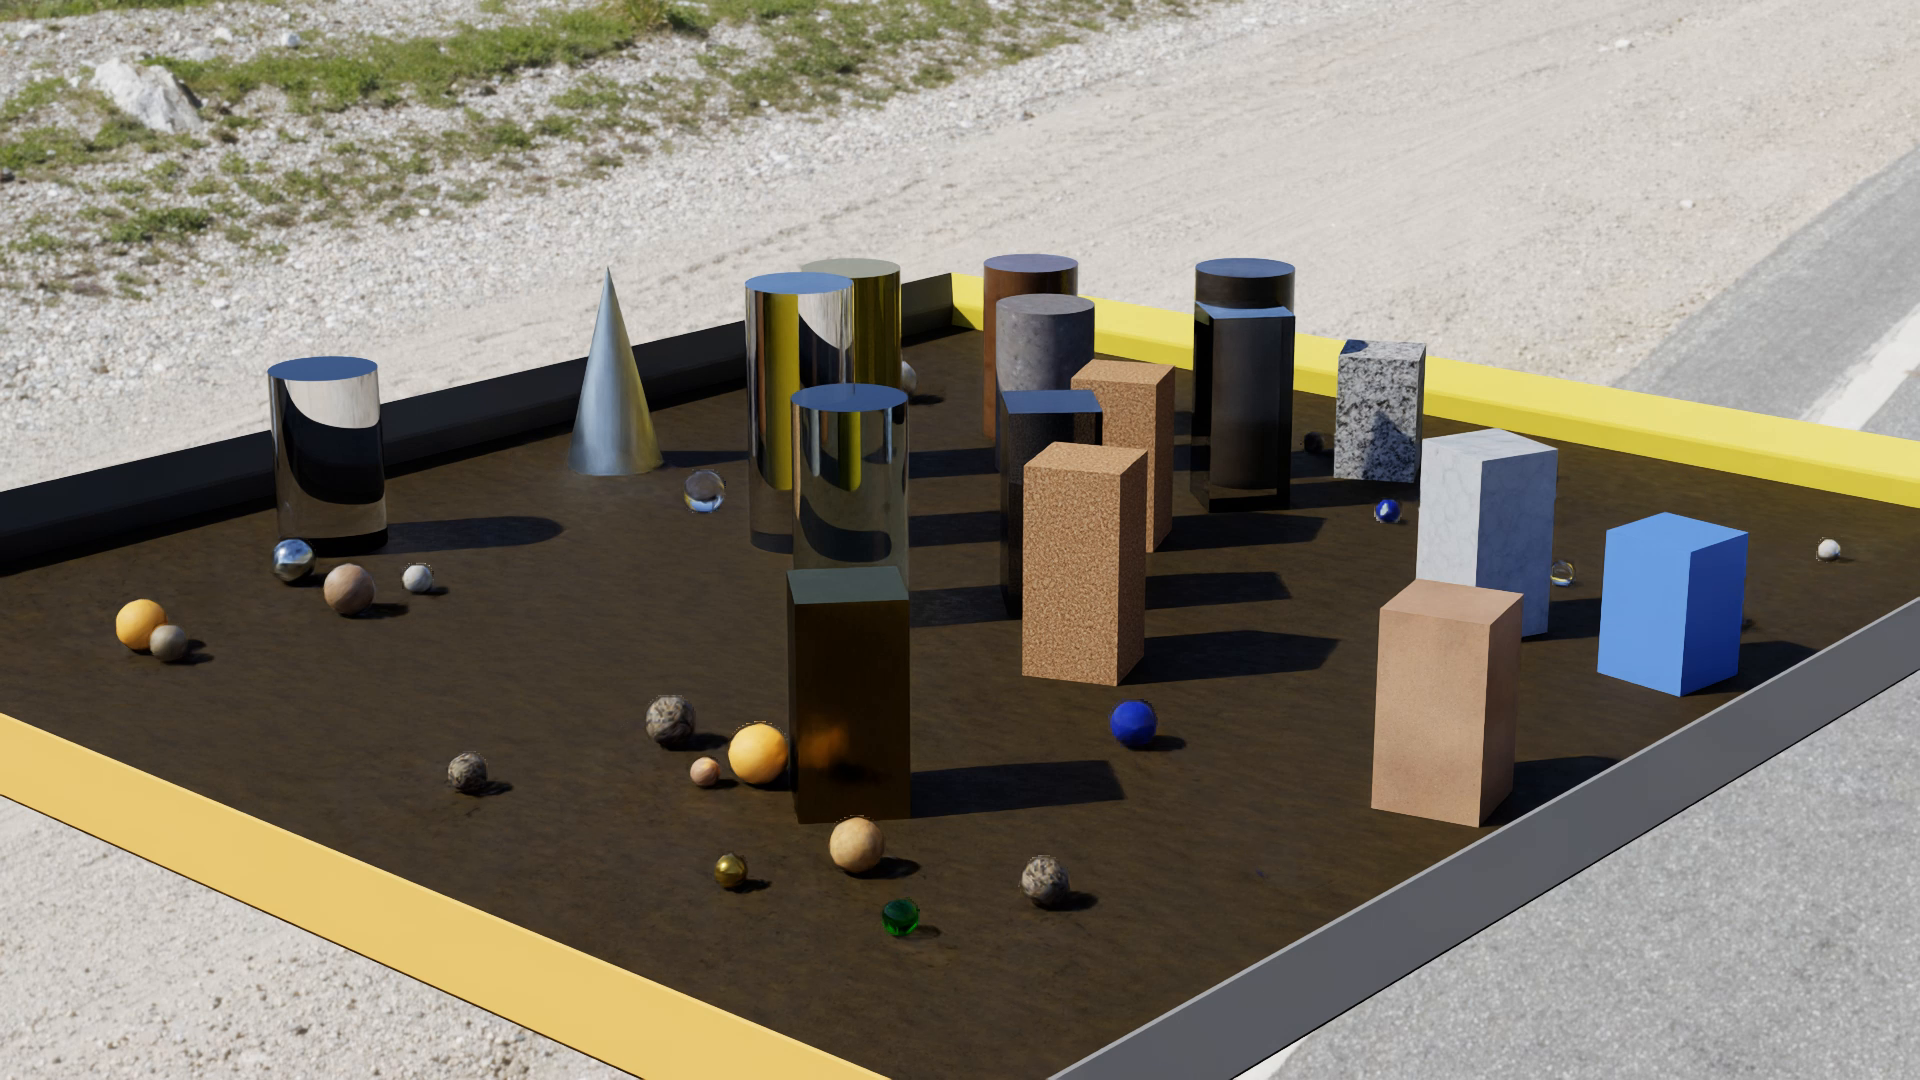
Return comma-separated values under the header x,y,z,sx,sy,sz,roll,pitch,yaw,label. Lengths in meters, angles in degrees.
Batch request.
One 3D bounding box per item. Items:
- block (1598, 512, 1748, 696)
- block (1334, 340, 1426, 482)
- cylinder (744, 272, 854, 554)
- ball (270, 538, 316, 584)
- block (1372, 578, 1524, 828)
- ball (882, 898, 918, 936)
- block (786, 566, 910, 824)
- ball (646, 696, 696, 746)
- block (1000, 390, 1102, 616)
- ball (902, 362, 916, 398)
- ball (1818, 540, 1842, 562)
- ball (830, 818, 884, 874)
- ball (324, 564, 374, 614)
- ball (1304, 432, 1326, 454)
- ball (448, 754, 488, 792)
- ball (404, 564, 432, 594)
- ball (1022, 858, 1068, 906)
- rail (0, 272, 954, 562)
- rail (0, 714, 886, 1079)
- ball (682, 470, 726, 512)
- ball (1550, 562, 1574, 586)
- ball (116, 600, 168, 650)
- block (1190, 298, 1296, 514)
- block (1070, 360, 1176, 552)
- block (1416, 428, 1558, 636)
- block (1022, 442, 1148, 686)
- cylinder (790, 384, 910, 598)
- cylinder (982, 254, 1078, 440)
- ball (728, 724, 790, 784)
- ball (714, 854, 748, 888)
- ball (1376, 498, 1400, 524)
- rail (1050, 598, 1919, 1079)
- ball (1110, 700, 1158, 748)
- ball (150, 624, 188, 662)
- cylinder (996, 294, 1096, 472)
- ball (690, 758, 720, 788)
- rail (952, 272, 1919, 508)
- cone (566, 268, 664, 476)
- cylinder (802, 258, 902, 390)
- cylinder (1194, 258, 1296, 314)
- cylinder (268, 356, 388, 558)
x,y,z,sx,sy,sz,roll,pitch,yaw,label
1.143,0.101,4.704,0.159,0.239,0.159,-15,22,-40,block
0.844,-0.261,5.887,0.159,0.249,0.159,4,17,13,block
-0.292,-0.234,5.390,0.198,0.485,0.198,0,17,0,cylinder
-1.181,0.037,5.193,0.079,0.079,0.079,0,17,0,ball
0.694,0.229,4.173,0.159,0.299,0.159,8,19,26,block
-0.077,0.484,3.763,0.048,0.048,0.048,0,17,0,ball
-0.159,0.219,4.163,0.159,0.326,0.159,-2,17,-7,block
-0.437,0.273,4.416,0.075,0.075,0.075,0,17,0,ball
0.156,-0.066,5.053,0.159,0.357,0.159,-1,17,-4,block
-0.143,-0.350,6.450,0.094,0.094,0.094,0,17,0,ball
1.577,0.020,5.317,0.041,0.041,0.041,0,17,0,ball
-0.139,0.412,3.956,0.075,0.075,0.075,0,17,0,ball
-1.047,0.084,5.023,0.087,0.087,0.087,0,17,0,ball
0.730,-0.201,6.042,0.046,0.046,0.046,0,17,0,ball
-0.712,0.337,4.240,0.056,0.056,0.056,0,17,0,ball
-0.951,0.068,5.140,0.051,0.051,0.051,0,17,0,ball
0.112,0.449,3.853,0.063,0.063,0.063,0,17,0,ball
-1.068,-0.235,6.008,0.045,0.129,3.250,14,22,39,rail
-1.050,0.381,3.962,2.877,0.129,0.045,14,22,39,rail
-0.491,-0.093,5.621,0.081,0.081,0.081,0,17,0,ball
1.064,0.060,5.179,0.043,0.043,0.043,0,17,0,ball
-1.350,0.141,4.840,0.085,0.085,0.085,0,17,0,ball
0.543,-0.260,5.655,0.159,0.381,0.159,-3,17,-9,block
0.300,-0.157,5.425,0.159,0.317,0.159,5,17,16,block
0.882,-0.007,4.922,0.159,0.319,0.159,-9,19,-27,block
0.202,0.036,4.726,0.159,0.350,0.159,6,18,18,block
-0.186,-0.057,4.979,0.198,0.382,0.198,0,17,0,cylinder
0.148,-0.403,6.159,0.198,0.364,0.198,0,17,0,cylinder
-0.292,0.312,4.266,0.088,0.088,0.088,0,17,0,ball
-0.306,0.442,3.908,0.046,0.046,0.046,0,17,0,ball
0.812,-0.055,5.557,0.046,0.046,0.046,0,17,0,ball
1.068,0.300,4.232,0.045,0.129,3.250,14,22,39,rail
0.262,0.277,4.413,0.071,0.071,0.071,0,17,0,ball
-1.293,0.168,4.789,0.061,0.061,0.061,0,17,0,ball
0.171,-0.310,5.901,0.198,0.336,0.198,0,17,0,cylinder
-0.370,0.337,4.259,0.043,0.043,0.043,0,17,0,ball
1.050,-0.317,6.277,2.877,0.129,0.045,14,22,39,rail
-0.703,-0.353,5.913,0.198,0.412,0.198,0,17,0,cone
-0.216,-0.341,5.870,0.198,0.413,0.198,0,17,0,cylinder
0.566,-0.343,5.877,0.198,0.413,0.198,0,17,0,cylinder
-1.161,-0.154,5.391,0.198,0.331,0.198,0,17,0,cylinder
